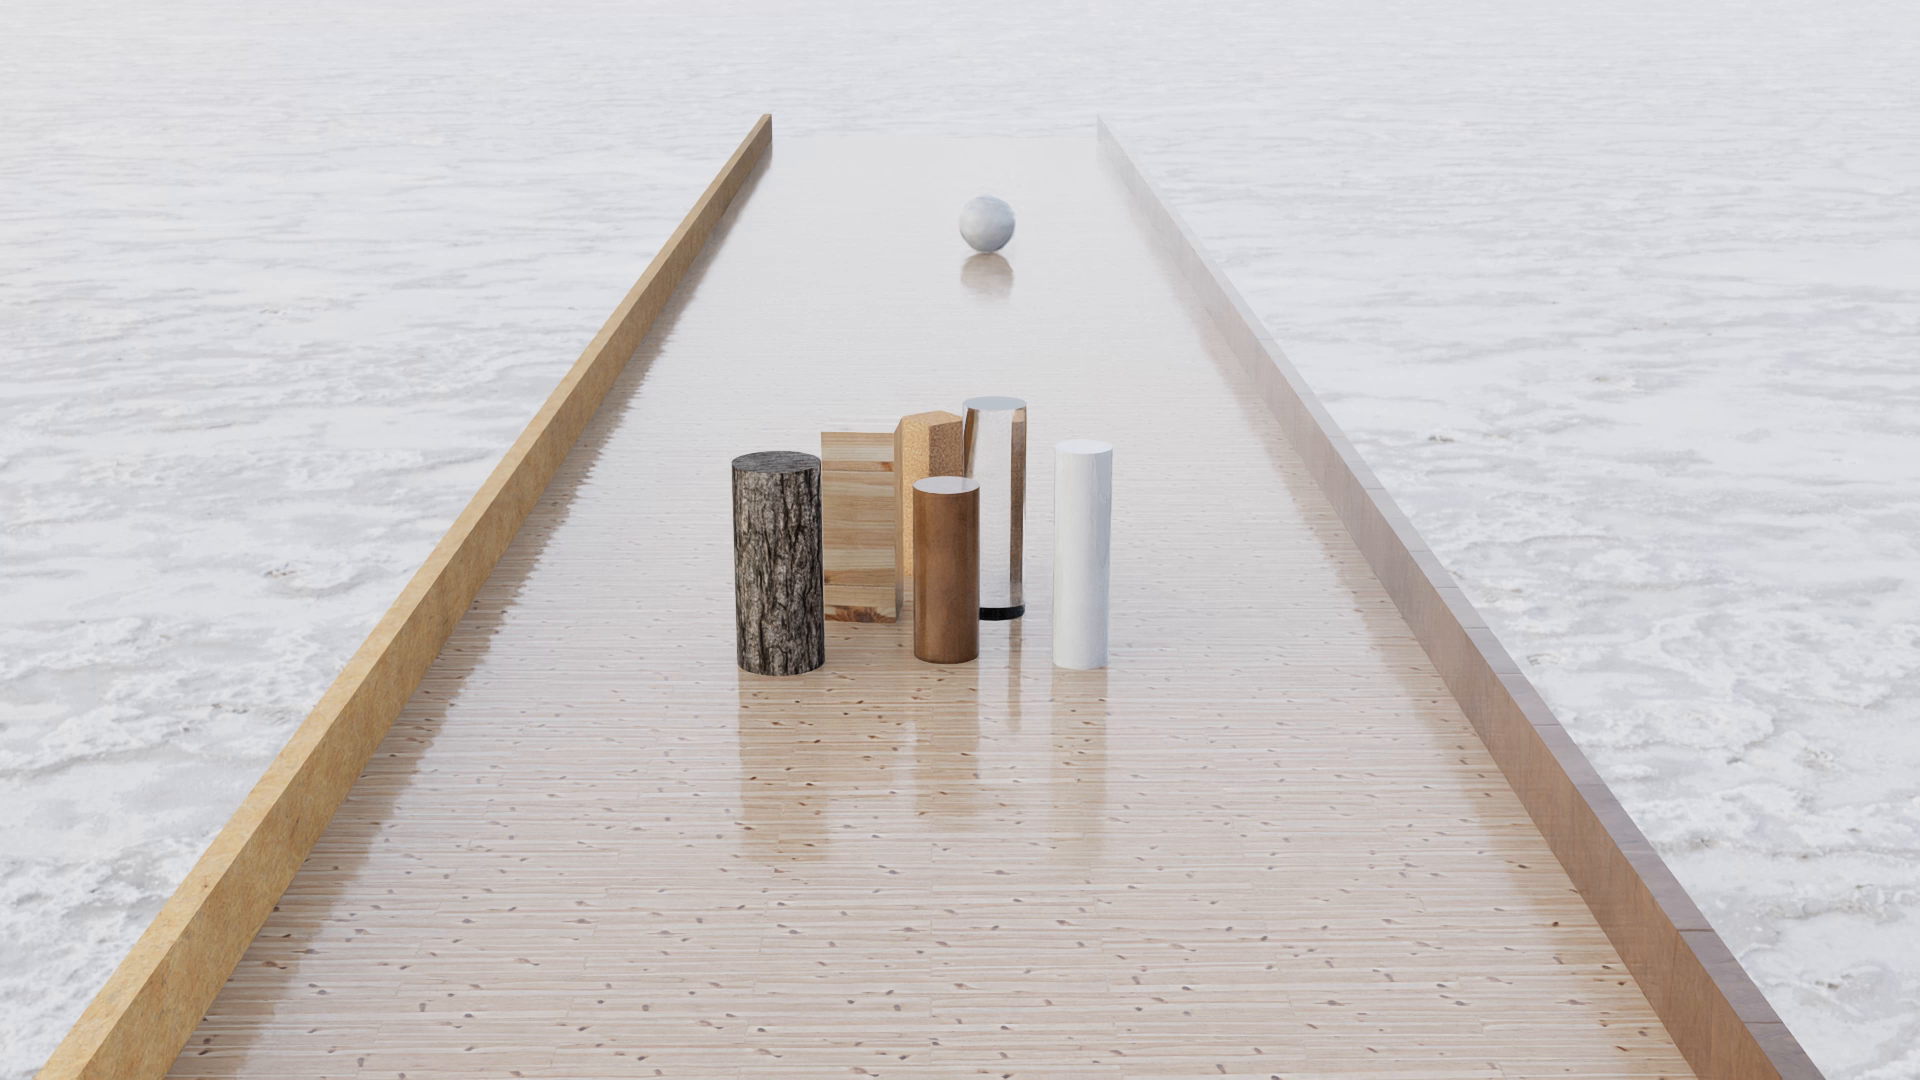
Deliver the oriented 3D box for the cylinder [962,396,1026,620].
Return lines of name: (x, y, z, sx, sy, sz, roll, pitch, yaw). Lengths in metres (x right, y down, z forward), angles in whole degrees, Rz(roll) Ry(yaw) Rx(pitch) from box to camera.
cylinder: (0.073, -0.067, 4.650, 0.135, 0.456, 0.135, 0, 17, 0)

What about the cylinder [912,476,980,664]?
cylinder: (-0.027, 0.060, 4.405, 0.133, 0.353, 0.133, 0, 17, 0)

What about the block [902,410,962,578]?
block: (-0.055, -0.094, 4.904, 0.109, 0.365, 0.109, -12, 20, -34)

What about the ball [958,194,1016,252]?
ball: (0.115, -1.338, 9.303, 0.242, 0.242, 0.242, 0, 17, 0)

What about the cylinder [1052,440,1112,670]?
cylinder: (0.242, 0.029, 4.353, 0.114, 0.442, 0.114, 0, 17, 0)

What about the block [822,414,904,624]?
block: (-0.204, -0.045, 4.655, 0.151, 0.413, 0.151, 2, 17, 5)

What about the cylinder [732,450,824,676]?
cylinder: (-0.359, 0.045, 4.352, 0.175, 0.412, 0.175, 0, 17, 0)

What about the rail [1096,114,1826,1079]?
rail: (0.932, -0.844, 7.801, 0.050, 0.150, 12.000, 0, 17, -1)

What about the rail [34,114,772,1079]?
rail: (-1.118, -0.838, 7.780, 0.050, 0.150, 12.000, 0, 17, -1)
